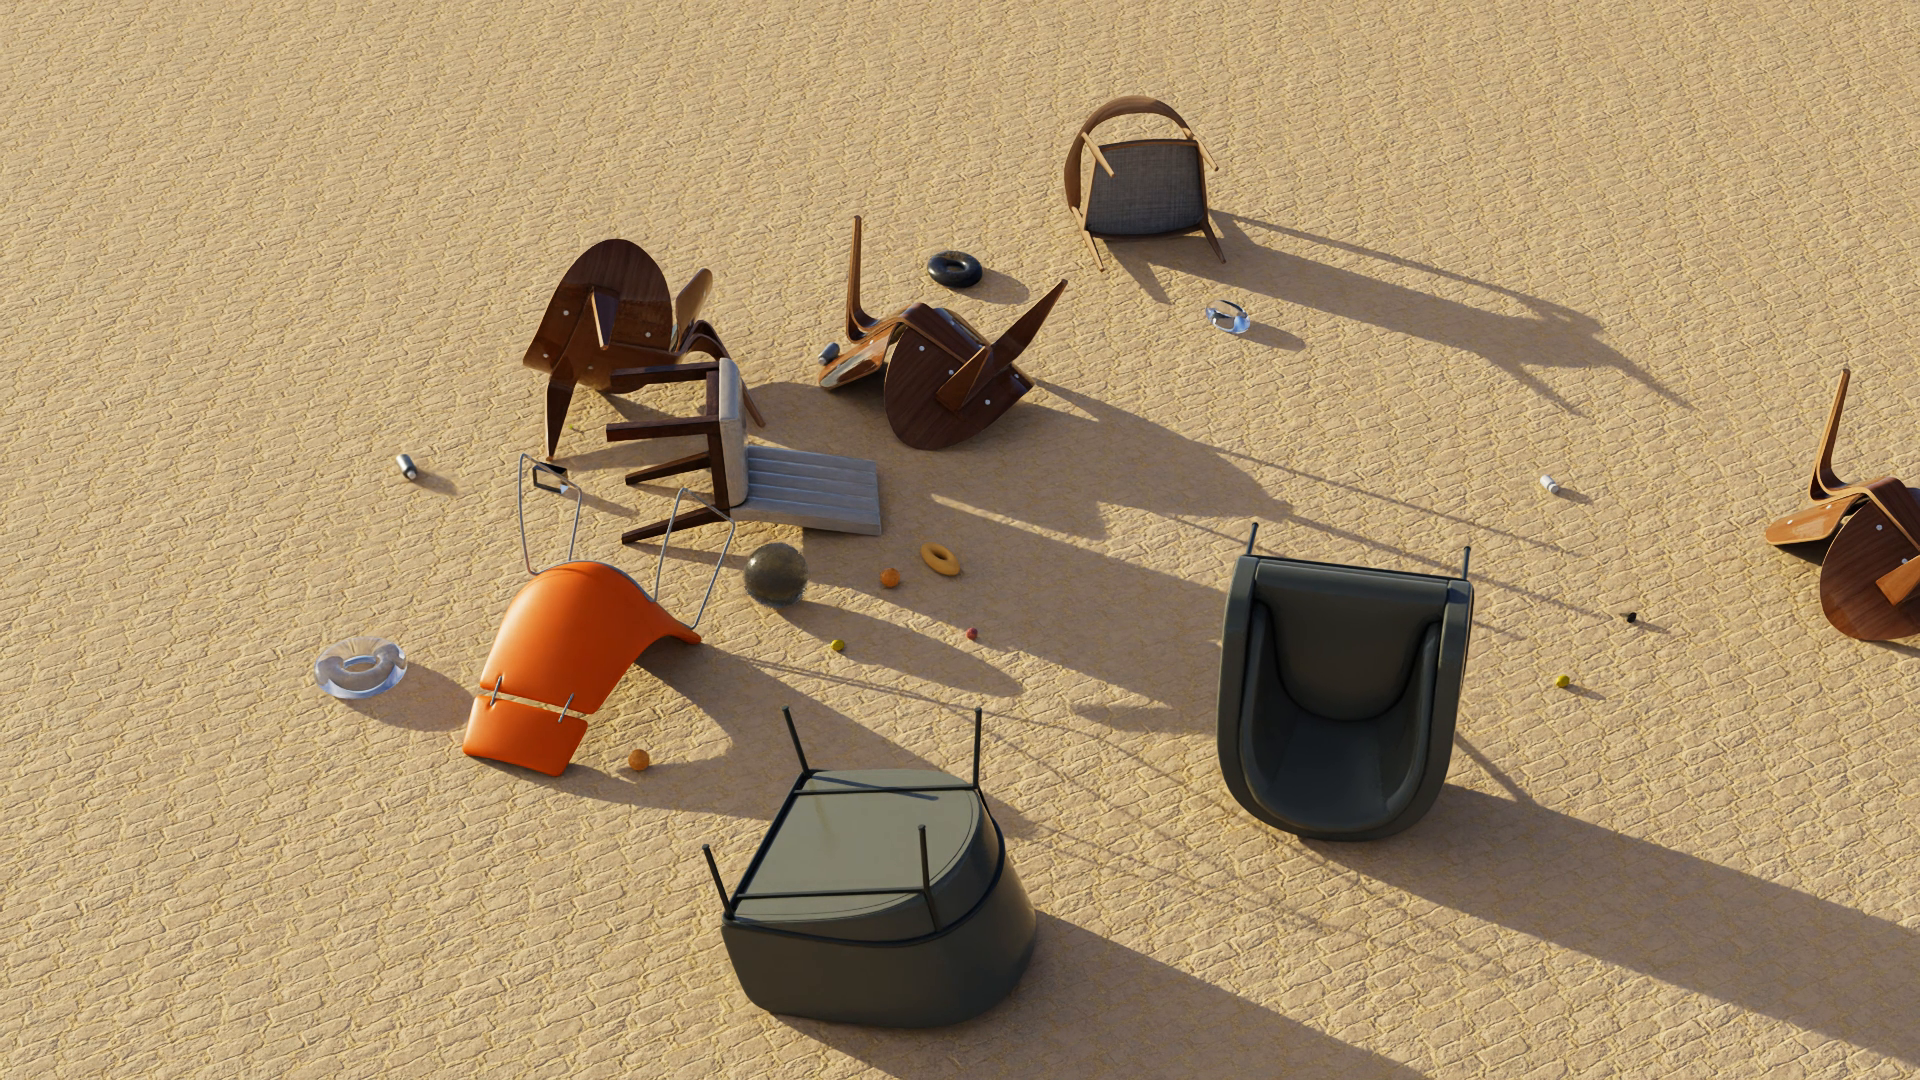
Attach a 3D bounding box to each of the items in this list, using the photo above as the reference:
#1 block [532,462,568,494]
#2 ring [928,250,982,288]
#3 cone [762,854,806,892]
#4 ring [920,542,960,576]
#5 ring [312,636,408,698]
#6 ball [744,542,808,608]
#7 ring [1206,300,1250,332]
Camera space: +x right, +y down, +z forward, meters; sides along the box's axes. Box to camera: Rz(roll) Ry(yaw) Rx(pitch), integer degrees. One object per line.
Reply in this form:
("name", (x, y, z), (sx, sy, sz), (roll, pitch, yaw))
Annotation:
("block", (-1.569, -0.239, 11.234), (0.125, 0.081, 0.055), (15, 36, 21))
("ring", (-0.022, -1.169, 12.662), (0.234, 0.063, 0.305), (-12, 34, -16))
("cone", (-0.574, 1.079, 9.269), (0.126, 0.088, 0.150), (-32, 43, -11))
("ring", (-0.073, 0.069, 10.789), (0.095, 0.057, 0.213), (-23, 39, -28))
("ring", (-2.086, 0.443, 10.198), (0.324, 0.084, 0.328), (11, 34, 18))
("ball", (-0.661, 0.127, 10.537), (0.236, 0.236, 0.236), (0, 33, 0))
("ring", (1.123, -0.938, 12.307), (0.146, 0.069, 0.239), (-23, 41, -28))
